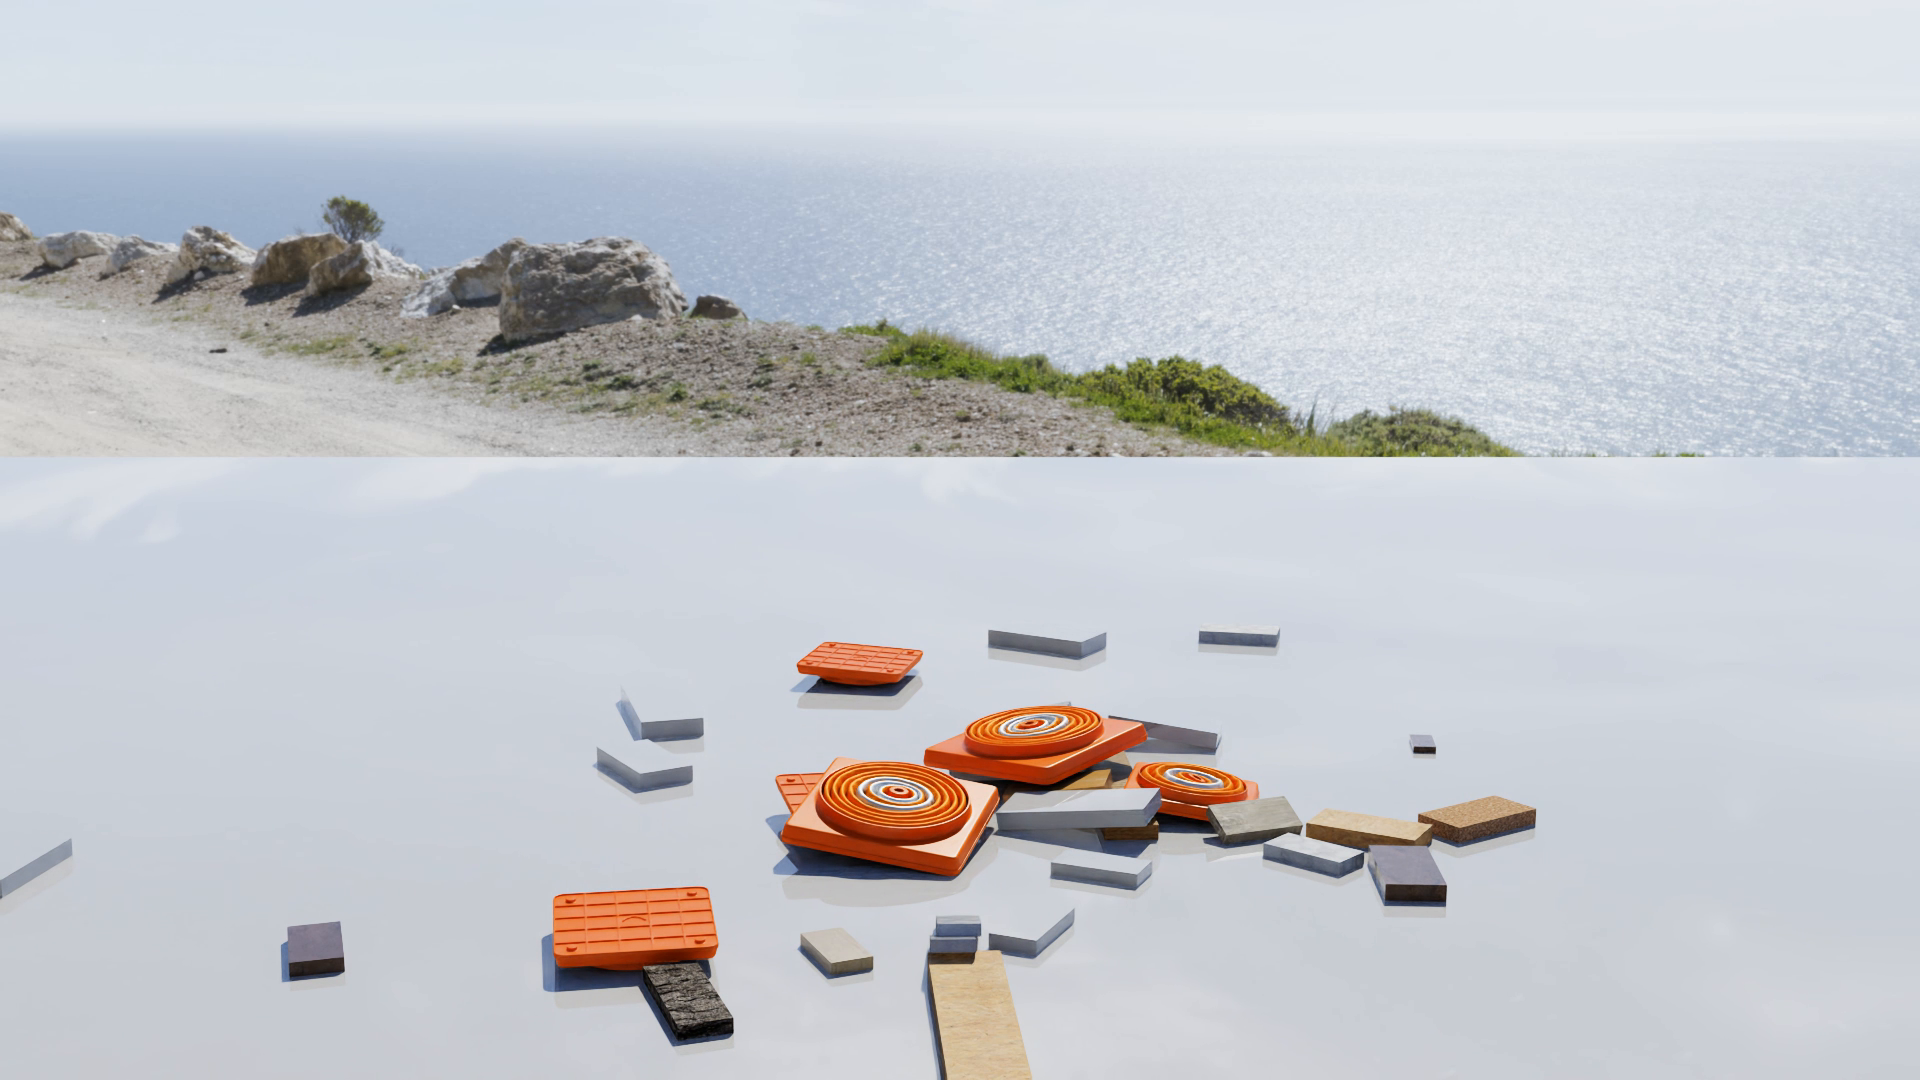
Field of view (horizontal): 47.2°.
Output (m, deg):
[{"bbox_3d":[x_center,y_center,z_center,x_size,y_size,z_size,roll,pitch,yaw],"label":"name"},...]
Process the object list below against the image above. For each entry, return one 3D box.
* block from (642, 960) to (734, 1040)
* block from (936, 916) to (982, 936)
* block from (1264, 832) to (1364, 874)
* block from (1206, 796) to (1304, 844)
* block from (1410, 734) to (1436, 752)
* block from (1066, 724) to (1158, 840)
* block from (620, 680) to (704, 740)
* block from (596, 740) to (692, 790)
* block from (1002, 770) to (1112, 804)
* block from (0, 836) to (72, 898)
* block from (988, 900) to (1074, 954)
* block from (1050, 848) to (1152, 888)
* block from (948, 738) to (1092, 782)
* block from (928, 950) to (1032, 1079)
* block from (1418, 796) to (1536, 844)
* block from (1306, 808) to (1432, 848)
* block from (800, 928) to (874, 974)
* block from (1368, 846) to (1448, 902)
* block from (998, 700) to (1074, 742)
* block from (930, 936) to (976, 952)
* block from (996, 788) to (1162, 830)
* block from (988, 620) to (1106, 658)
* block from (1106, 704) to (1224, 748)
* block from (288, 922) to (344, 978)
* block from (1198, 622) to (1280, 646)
[{"bbox_3d":[-0.397,0.666,3.195,0.081,0.023,0.235,-4,11,-19],"label":"block"},{"bbox_3d":[-0.003,0.604,3.445,0.068,0.019,0.137,0,-4,-1],"label":"block"},{"bbox_3d":[0.617,0.547,3.839,0.157,0.022,0.078,9,14,41],"label":"block"},{"bbox_3d":[0.532,0.505,3.975,0.157,0.022,0.078,-4,38,-21],"label":"block"},{"bbox_3d":[0.956,0.421,4.545,0.045,0.013,0.091,1,11,6],"label":"block"},{"bbox_3d":[0.289,0.462,4.280,0.097,0.027,0.685,-1,11,-3],"label":"block"},{"bbox_3d":[-0.649,0.366,4.774,0.131,0.037,0.339,-3,11,-16],"label":"block"},{"bbox_3d":[-0.628,0.444,4.369,0.111,0.031,0.221,-6,12,-31],"label":"block"},{"bbox_3d":[0.185,0.470,4.146,0.193,0.027,0.097,-7,11,13],"label":"block"},{"bbox_3d":[-1.629,0.557,3.761,0.111,0.031,0.221,1,11,7],"label":"block"},{"bbox_3d":[0.115,0.613,3.483,0.081,0.023,0.161,5,12,24],"label":"block"},{"bbox_3d":[0.242,0.561,3.765,0.157,0.022,0.078,5,11,23],"label":"block"},{"bbox_3d":[0.119,0.433,4.330,0.262,0.037,0.131,-4,11,12],"label":"block"},{"bbox_3d":[0.029,0.695,3.016,0.111,0.031,0.635,-1,11,-4],"label":"block"},{"bbox_3d":[0.946,0.510,4.023,0.202,0.029,0.101,-7,13,-34],"label":"block"},{"bbox_3d":[0.735,0.523,3.949,0.202,0.029,0.101,6,12,29],"label":"block"},{"bbox_3d":[-0.190,0.632,3.387,0.068,0.019,0.137,-5,11,-23],"label":"block"},{"bbox_3d":[0.757,0.564,3.730,0.101,0.029,0.202,0,11,2],"label":"block"},{"bbox_3d":[0.161,0.389,4.584,0.114,0.032,0.229,-13,7,14],"label":"block"},{"bbox_3d":[-0.011,0.617,3.360,0.068,0.019,0.137,0,-7,-1],"label":"block"},{"bbox_3d":[0.217,0.489,4.003,0.280,0.032,0.114,-4,12,21],"label":"block"},{"bbox_3d":[0.216,0.242,5.439,0.262,0.037,0.131,6,12,31],"label":"block"},{"bbox_3d":[0.429,0.387,4.591,0.229,0.032,0.114,9,10,12],"label":"block"},{"bbox_3d":[-0.994,0.630,3.391,0.081,0.023,0.161,-3,11,-17],"label":"block"},{"bbox_3d":[0.700,0.235,5.506,0.193,0.027,0.097,2,11,13],"label":"block"}]
